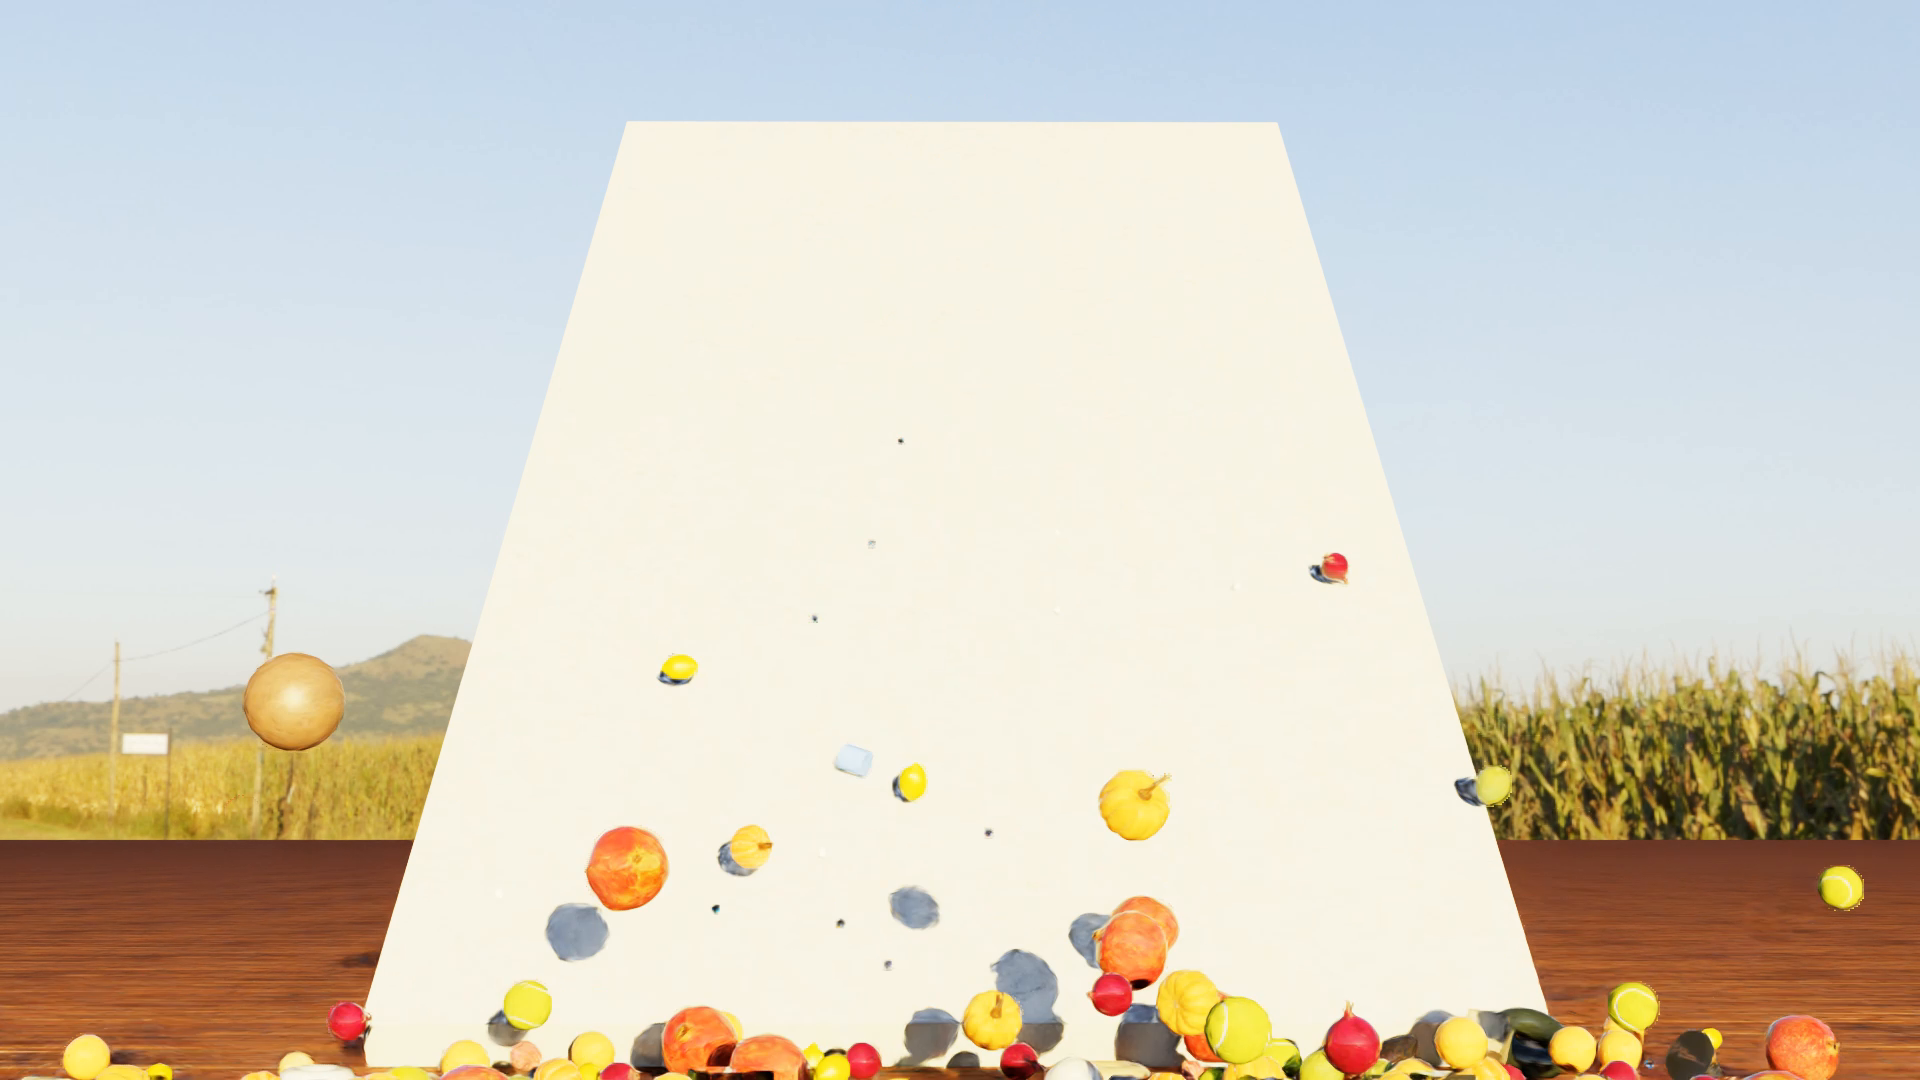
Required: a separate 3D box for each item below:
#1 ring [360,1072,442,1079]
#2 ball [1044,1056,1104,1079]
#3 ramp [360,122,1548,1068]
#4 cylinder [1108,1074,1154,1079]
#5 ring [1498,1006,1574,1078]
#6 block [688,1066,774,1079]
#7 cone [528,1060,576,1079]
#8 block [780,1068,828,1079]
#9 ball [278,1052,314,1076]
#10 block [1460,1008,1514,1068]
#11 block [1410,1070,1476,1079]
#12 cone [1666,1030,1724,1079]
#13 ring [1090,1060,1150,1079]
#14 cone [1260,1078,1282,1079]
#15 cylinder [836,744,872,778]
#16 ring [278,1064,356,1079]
[{"bbox_3d":[-0.820,0.804,3.564,0.135,0.045,0.135,-1,-8,0],"label":"ring"},{"bbox_3d":[0.158,0.761,3.383,0.087,0.087,0.087,0,-7,0],"label":"ball"},{"bbox_3d":[-0.015,-0.194,5.826,2.000,0.100,4.000,0,32,0],"label":"ramp"},{"bbox_3d":[0.241,0.775,3.395,0.060,0.060,0.060,6,-8,-41],"label":"cylinder"},{"bbox_3d":[0.937,0.828,4.016,0.149,0.050,0.149,6,30,-4],"label":"ring"},{"bbox_3d":[-0.305,0.746,3.245,0.083,0.083,0.083,5,-8,-36],"label":"block"},{"bbox_3d":[-0.596,0.811,3.574,0.074,0.074,0.074,1,-34,-6],"label":"cone"},{"bbox_3d":[-0.228,0.800,3.565,0.052,0.052,0.052,-4,-8,29],"label":"block"},{"bbox_3d":[-1.040,0.830,3.823,0.055,0.055,0.055,0,-7,0],"label":"ball"},{"bbox_3d":[0.843,0.798,3.907,0.065,0.065,0.065,7,-32,25],"label":"block"},{"bbox_3d":[0.667,0.769,3.365,0.066,0.066,0.066,2,-7,-17],"label":"block"},{"bbox_3d":[1.199,0.846,3.916,0.090,0.090,0.090,32,-22,-27],"label":"cone"},{"bbox_3d":[0.231,0.829,3.761,0.126,0.042,0.126,1,-5,0],"label":"ring"},{"bbox_3d":[0.401,0.755,3.147,0.094,0.094,0.094,0,-34,4],"label":"cone"},{"bbox_3d":[-0.201,0.422,4.677,0.052,0.052,0.052,16,-1,20],"label":"cylinder"},{"bbox_3d":[-0.986,0.828,3.739,0.116,0.039,0.116,1,-6,0],"label":"ring"}]
